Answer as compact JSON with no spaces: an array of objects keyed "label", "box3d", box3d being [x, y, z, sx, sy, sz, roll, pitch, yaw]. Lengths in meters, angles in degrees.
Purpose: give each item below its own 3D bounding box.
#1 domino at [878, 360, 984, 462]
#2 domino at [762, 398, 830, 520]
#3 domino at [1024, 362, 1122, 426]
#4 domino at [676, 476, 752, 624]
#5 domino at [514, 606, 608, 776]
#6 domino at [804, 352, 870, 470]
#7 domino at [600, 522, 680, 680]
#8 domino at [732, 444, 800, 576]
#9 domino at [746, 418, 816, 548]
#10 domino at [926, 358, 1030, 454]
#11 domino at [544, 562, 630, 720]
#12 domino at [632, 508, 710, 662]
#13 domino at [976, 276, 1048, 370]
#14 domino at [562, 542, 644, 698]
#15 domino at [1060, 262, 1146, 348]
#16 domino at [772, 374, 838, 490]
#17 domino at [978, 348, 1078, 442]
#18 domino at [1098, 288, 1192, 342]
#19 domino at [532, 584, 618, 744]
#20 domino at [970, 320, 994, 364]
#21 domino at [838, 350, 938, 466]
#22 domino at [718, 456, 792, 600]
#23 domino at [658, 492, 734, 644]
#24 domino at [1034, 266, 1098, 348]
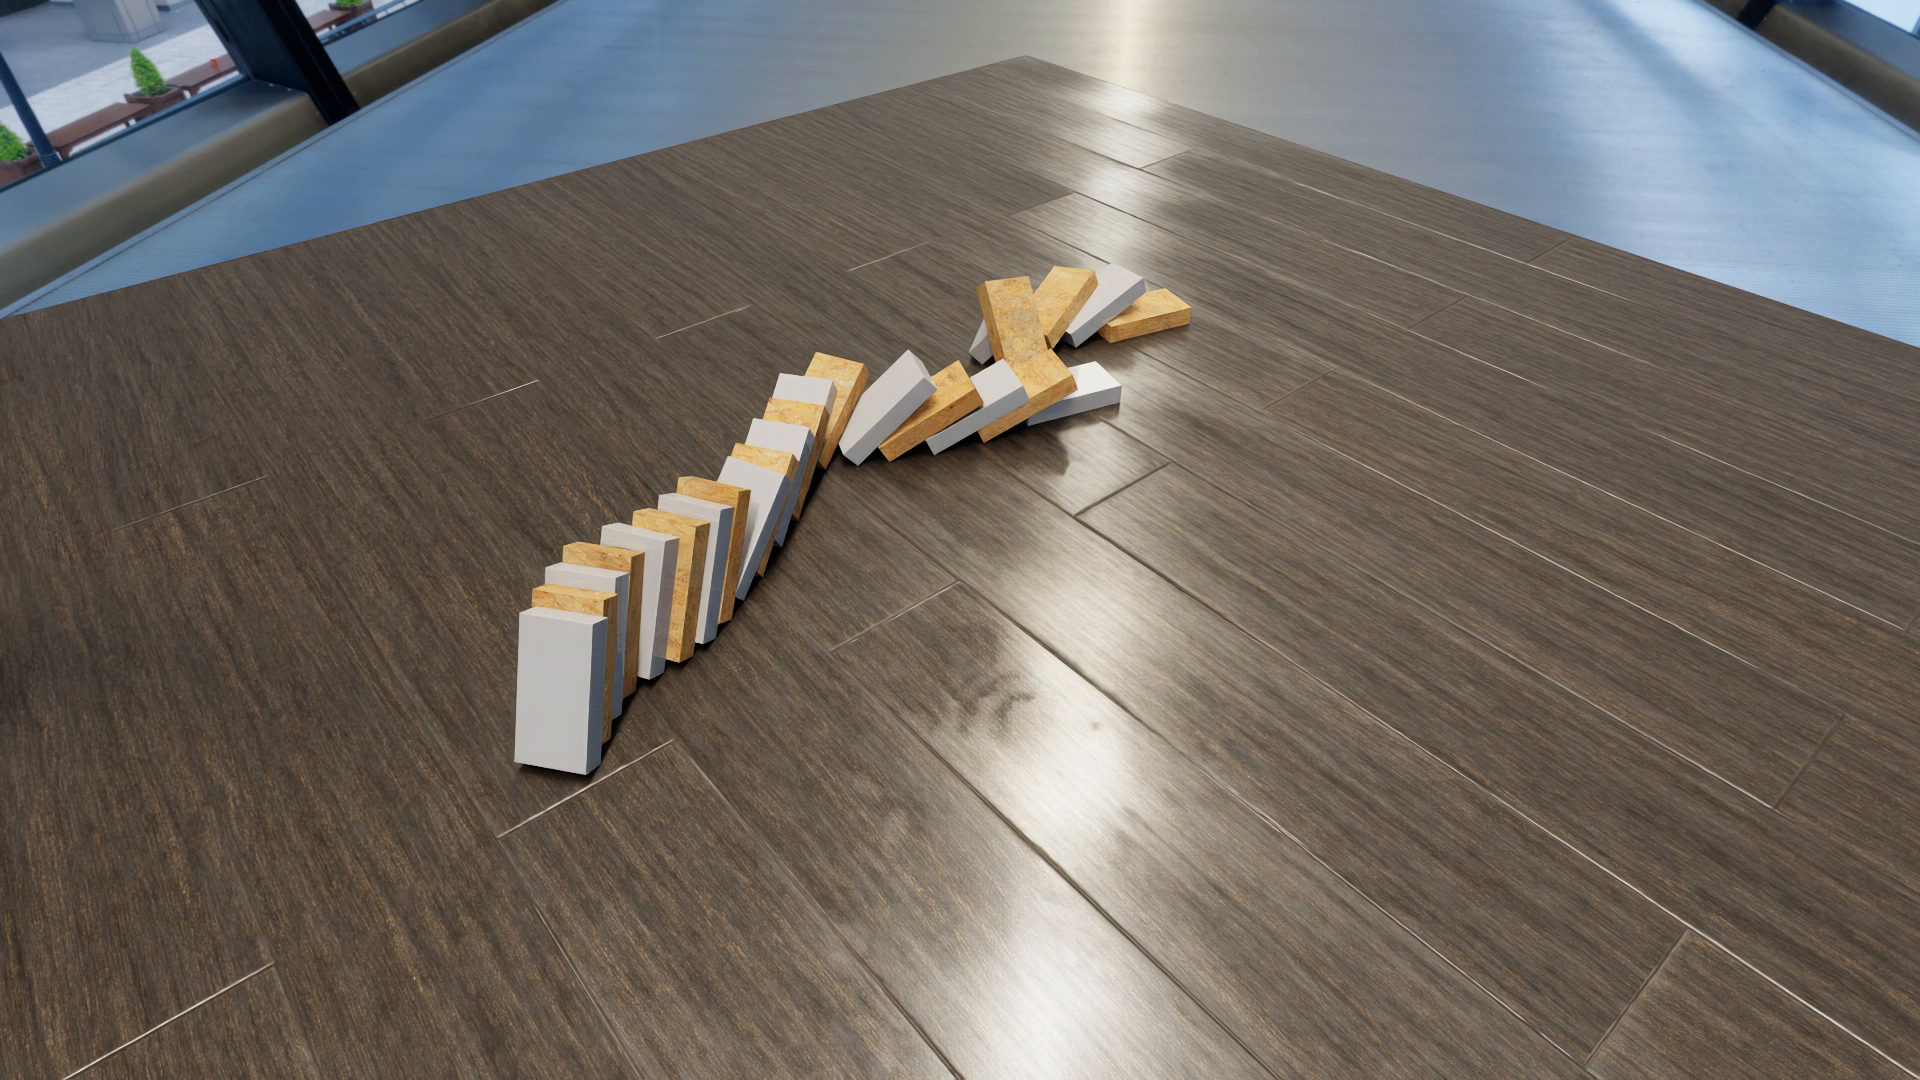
[{"label":"domino","box3d":[-0.016,-0.058,0.497,0.050,0.010,0.025,-31,43,6]},{"label":"domino","box3d":[-0.075,-0.035,0.467,0.025,0.009,0.050,10,71,12]},{"label":"domino","box3d":[0.050,-0.071,0.530,0.050,0.010,0.025,-16,42,-19]},{"label":"domino","box3d":[-0.095,0.003,0.409,0.025,0.050,0.010,13,9,15]},{"label":"domino","box3d":[-0.128,0.048,0.354,0.025,0.050,0.009,8,10,9]},{"label":"domino","box3d":[-0.063,-0.059,0.496,0.025,0.009,0.050,17,73,20]},{"label":"domino","box3d":[-0.115,0.021,0.387,0.025,0.050,0.009,13,12,15]},{"label":"domino","box3d":[-0.084,-0.012,0.439,0.025,0.010,0.050,11,72,13]},{"label":"domino","box3d":[-0.079,-0.024,0.453,0.025,0.010,0.050,10,72,12]},{"label":"domino","box3d":[0.004,-0.061,0.503,0.050,0.009,0.025,-30,43,1]},{"label":"domino","box3d":[-0.127,0.034,0.371,0.025,0.050,0.010,8,10,9]},{"label":"domino","box3d":[-0.106,0.016,0.393,0.025,0.050,0.009,13,12,15]},{"label":"domino","box3d":[0.027,-0.103,0.540,0.025,0.050,0.010,-14,-1,-27]},{"label":"domino","box3d":[-0.124,0.028,0.379,0.025,0.050,0.010,8,10,10]},{"label":"domino","box3d":[0.071,-0.124,0.580,0.050,0.009,0.025,-39,46,-10]},{"label":"domino","box3d":[-0.073,-0.047,0.482,0.025,0.010,0.050,9,71,13]},{"label":"domino","box3d":[0.027,-0.067,0.511,0.050,0.010,0.025,-29,43,0]},{"label":"domino","box3d":[0.096,-0.121,0.591,0.050,0.009,0.025,-17,42,-19]},{"label":"domino","box3d":[-0.128,0.041,0.362,0.025,0.050,0.009,8,10,9]},{"label":"domino","box3d":[0.021,-0.114,0.570,0.010,0.025,0.050,40,38,-17]},{"label":"domino","box3d":[-0.034,-0.059,0.492,0.050,0.009,0.025,-42,41,14]},{"label":"domino","box3d":[-0.087,-0.005,0.425,0.025,0.009,0.050,19,81,14]},{"label":"domino","box3d":[-0.099,0.010,0.401,0.025,0.050,0.009,13,11,15]},{"label":"domino","box3d":[0.049,-0.122,0.575,0.025,0.009,0.050,17,61,35]}]
